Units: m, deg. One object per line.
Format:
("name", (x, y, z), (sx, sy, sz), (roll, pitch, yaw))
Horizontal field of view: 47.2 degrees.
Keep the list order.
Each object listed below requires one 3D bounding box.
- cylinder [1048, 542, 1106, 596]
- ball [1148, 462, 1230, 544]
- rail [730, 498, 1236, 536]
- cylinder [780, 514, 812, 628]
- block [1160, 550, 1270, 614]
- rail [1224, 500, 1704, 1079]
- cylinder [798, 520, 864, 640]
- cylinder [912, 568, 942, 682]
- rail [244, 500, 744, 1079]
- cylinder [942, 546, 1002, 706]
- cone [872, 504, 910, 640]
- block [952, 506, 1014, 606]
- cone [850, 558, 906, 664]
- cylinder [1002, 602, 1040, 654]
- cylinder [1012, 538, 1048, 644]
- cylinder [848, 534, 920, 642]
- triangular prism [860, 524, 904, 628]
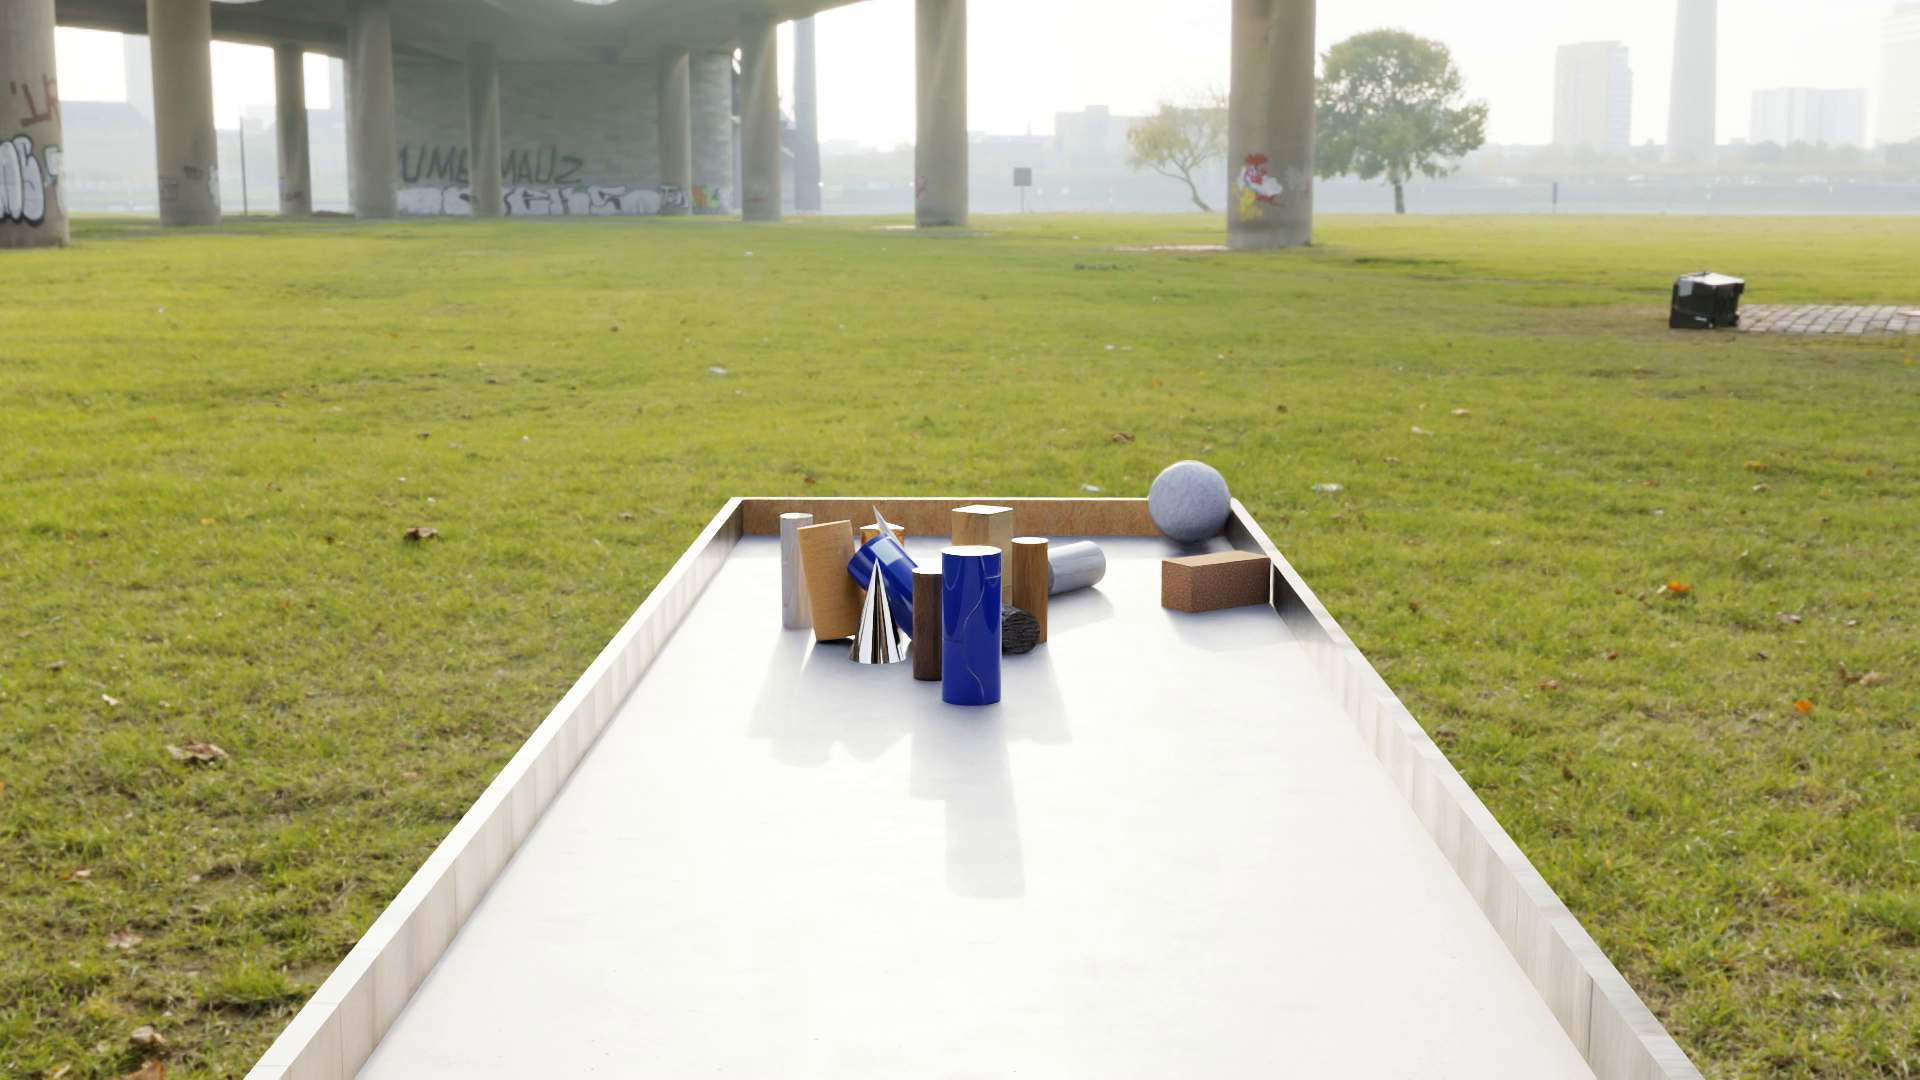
("cylinder", (0.362, 0.106, 7.821), (0.164, 0.164, 0.326), (7, 11, 37))
("ball", (0.930, -0.153, 8.914), (0.332, 0.332, 0.332), (0, 9, 0))
("rail", (0.099, -0.098, 9.147), (2.100, 0.150, 0.050), (0, 9, 1))
("cylinder", (-0.534, 0.101, 7.203), (0.106, 0.366, 0.106), (0, 9, 0))
("block", (0.883, 0.143, 7.589), (0.355, 0.162, 0.162), (-6, 11, -33))
("rail", (1.046, 0.843, 3.208), (0.050, 0.150, 12.000), (0, 9, 1))
("cylinder", (-0.403, 0.127, 6.980), (0.171, 0.358, 0.171), (-9, 3, 0))
("cylinder", (-0.082, 0.246, 6.440), (0.113, 0.319, 0.113), (0, 9, 0))
("rail", (-1.004, 0.839, 3.234), (0.050, 0.150, 12.000), (0, 9, 1))
("cylinder", (0.032, 0.238, 6.154), (0.168, 0.423, 0.168), (0, 9, 0))
("cone", (-0.188, 0.081, 7.023), (0.157, 0.450, 0.157), (-24, -14, -6))
("block", (0.074, 0.089, 7.223), (0.145, 0.383, 0.145), (6, 11, 34))
("cone", (-0.254, 0.206, 6.710), (0.174, 0.313, 0.174), (0, 9, 0))
("cylinder", (0.100, 0.258, 6.947), (0.137, 0.137, 0.402), (-4, 10, -25))
("cylinder", (0.221, 0.160, 6.967), (0.113, 0.322, 0.113), (0, 9, 0))
("cylinder", (-0.171, 0.163, 6.839), (0.352, 0.176, 0.176), (46, 28, 18))
("triangular prism", (-0.250, 0.115, 7.232), (0.140, 0.329, 0.121), (0, 9, 3))
